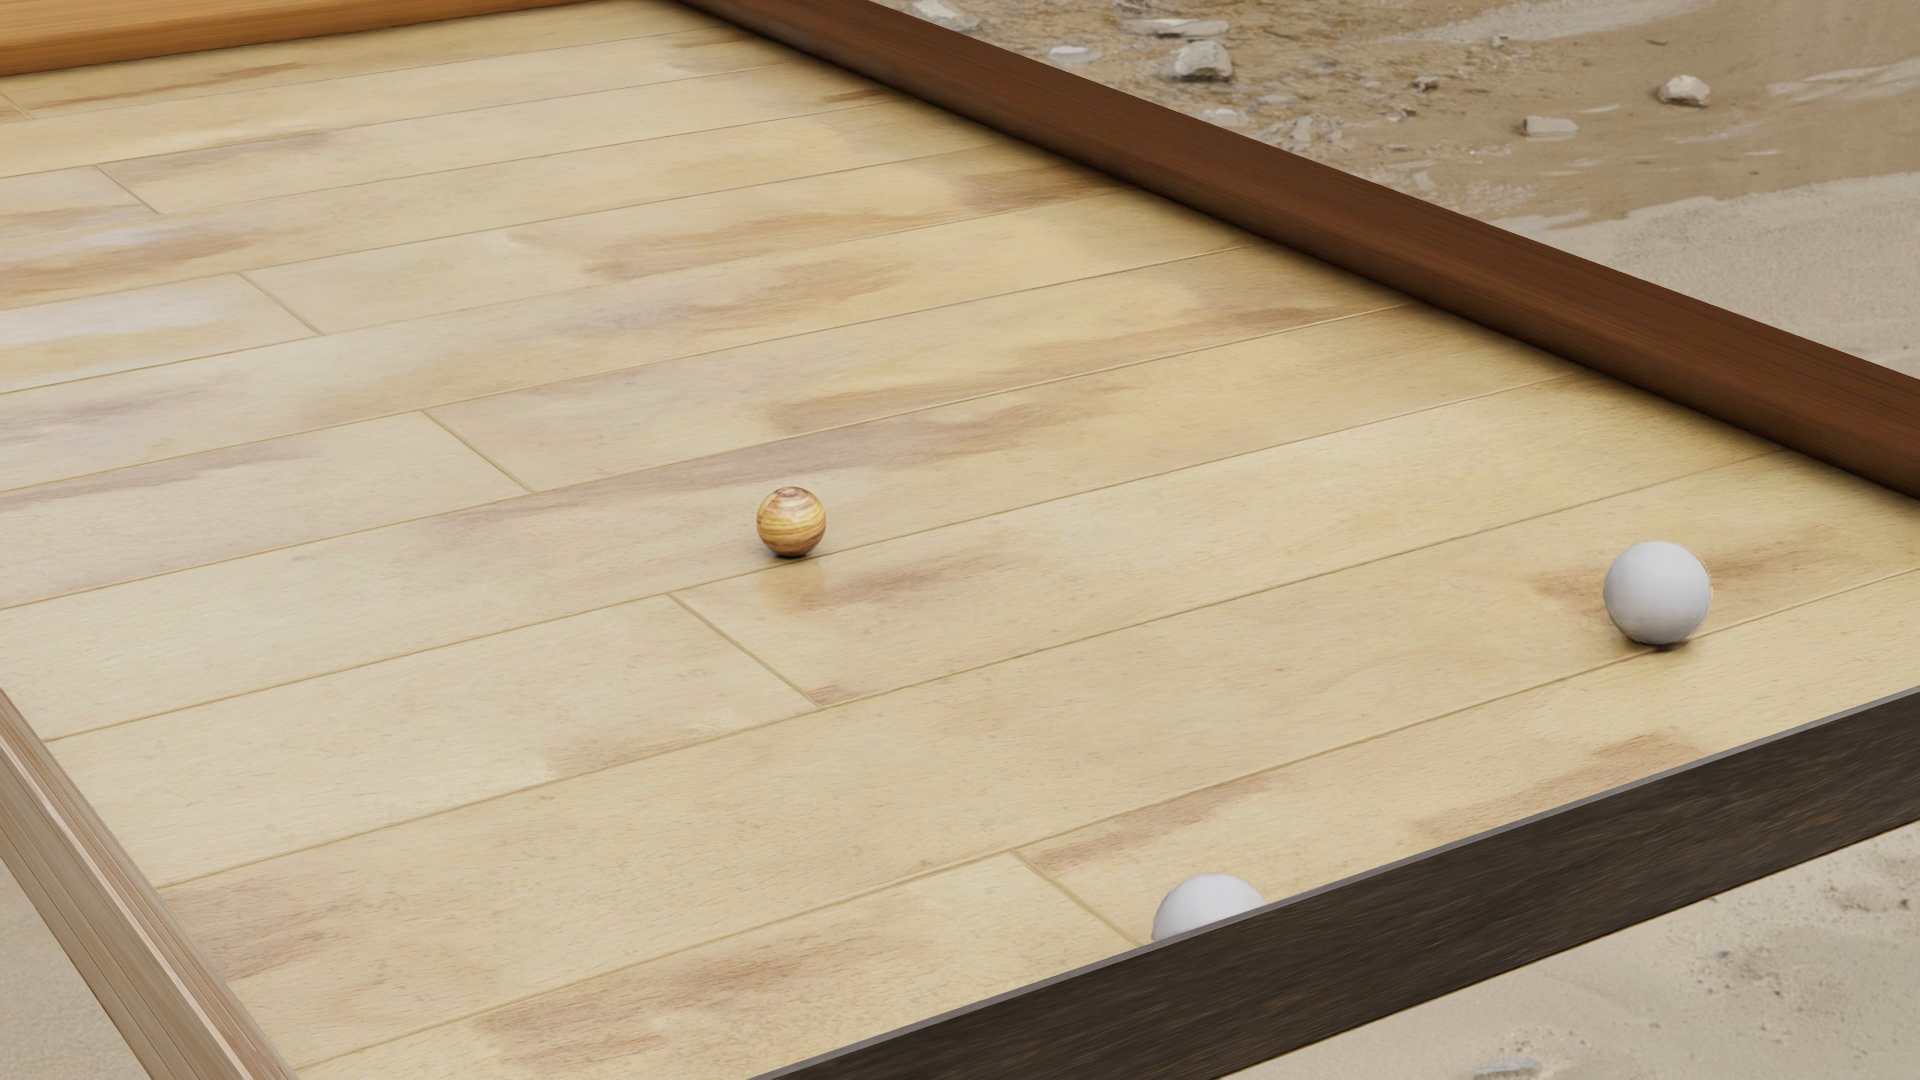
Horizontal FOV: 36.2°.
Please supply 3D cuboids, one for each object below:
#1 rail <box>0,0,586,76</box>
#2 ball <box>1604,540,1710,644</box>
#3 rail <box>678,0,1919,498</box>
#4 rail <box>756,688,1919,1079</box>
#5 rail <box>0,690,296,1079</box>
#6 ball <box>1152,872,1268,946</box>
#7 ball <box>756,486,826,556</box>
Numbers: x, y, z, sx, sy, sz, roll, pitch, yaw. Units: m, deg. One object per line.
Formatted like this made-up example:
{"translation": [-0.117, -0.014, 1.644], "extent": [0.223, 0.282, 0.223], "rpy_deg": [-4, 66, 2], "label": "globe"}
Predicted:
{"translation": [-1.106, -0.697, 3.971], "extent": [1.570, 0.103, 0.045], "rpy_deg": [-14, 26, -29], "label": "rail"}
{"translation": [0.532, 0.040, 2.243], "extent": [0.080, 0.080, 0.080], "rpy_deg": [0, 23, 0], "label": "ball"}
{"translation": [0.271, -0.405, 3.273], "extent": [0.045, 0.103, 2.796], "rpy_deg": [-14, 26, -29], "label": "rail"}
{"translation": [0.360, 0.201, 1.826], "extent": [1.570, 0.103, 0.045], "rpy_deg": [-14, 26, -29], "label": "rail"}
{"translation": [-1.017, -0.091, 2.524], "extent": [0.045, 0.103, 2.796], "rpy_deg": [-14, 26, -29], "label": "rail"}
{"translation": [0.153, 0.239, 1.775], "extent": [0.075, 0.075, 0.075], "rpy_deg": [0, 23, 0], "label": "ball"}
{"translation": [-0.138, -0.015, 2.404], "extent": [0.058, 0.058, 0.058], "rpy_deg": [0, 23, 0], "label": "ball"}
